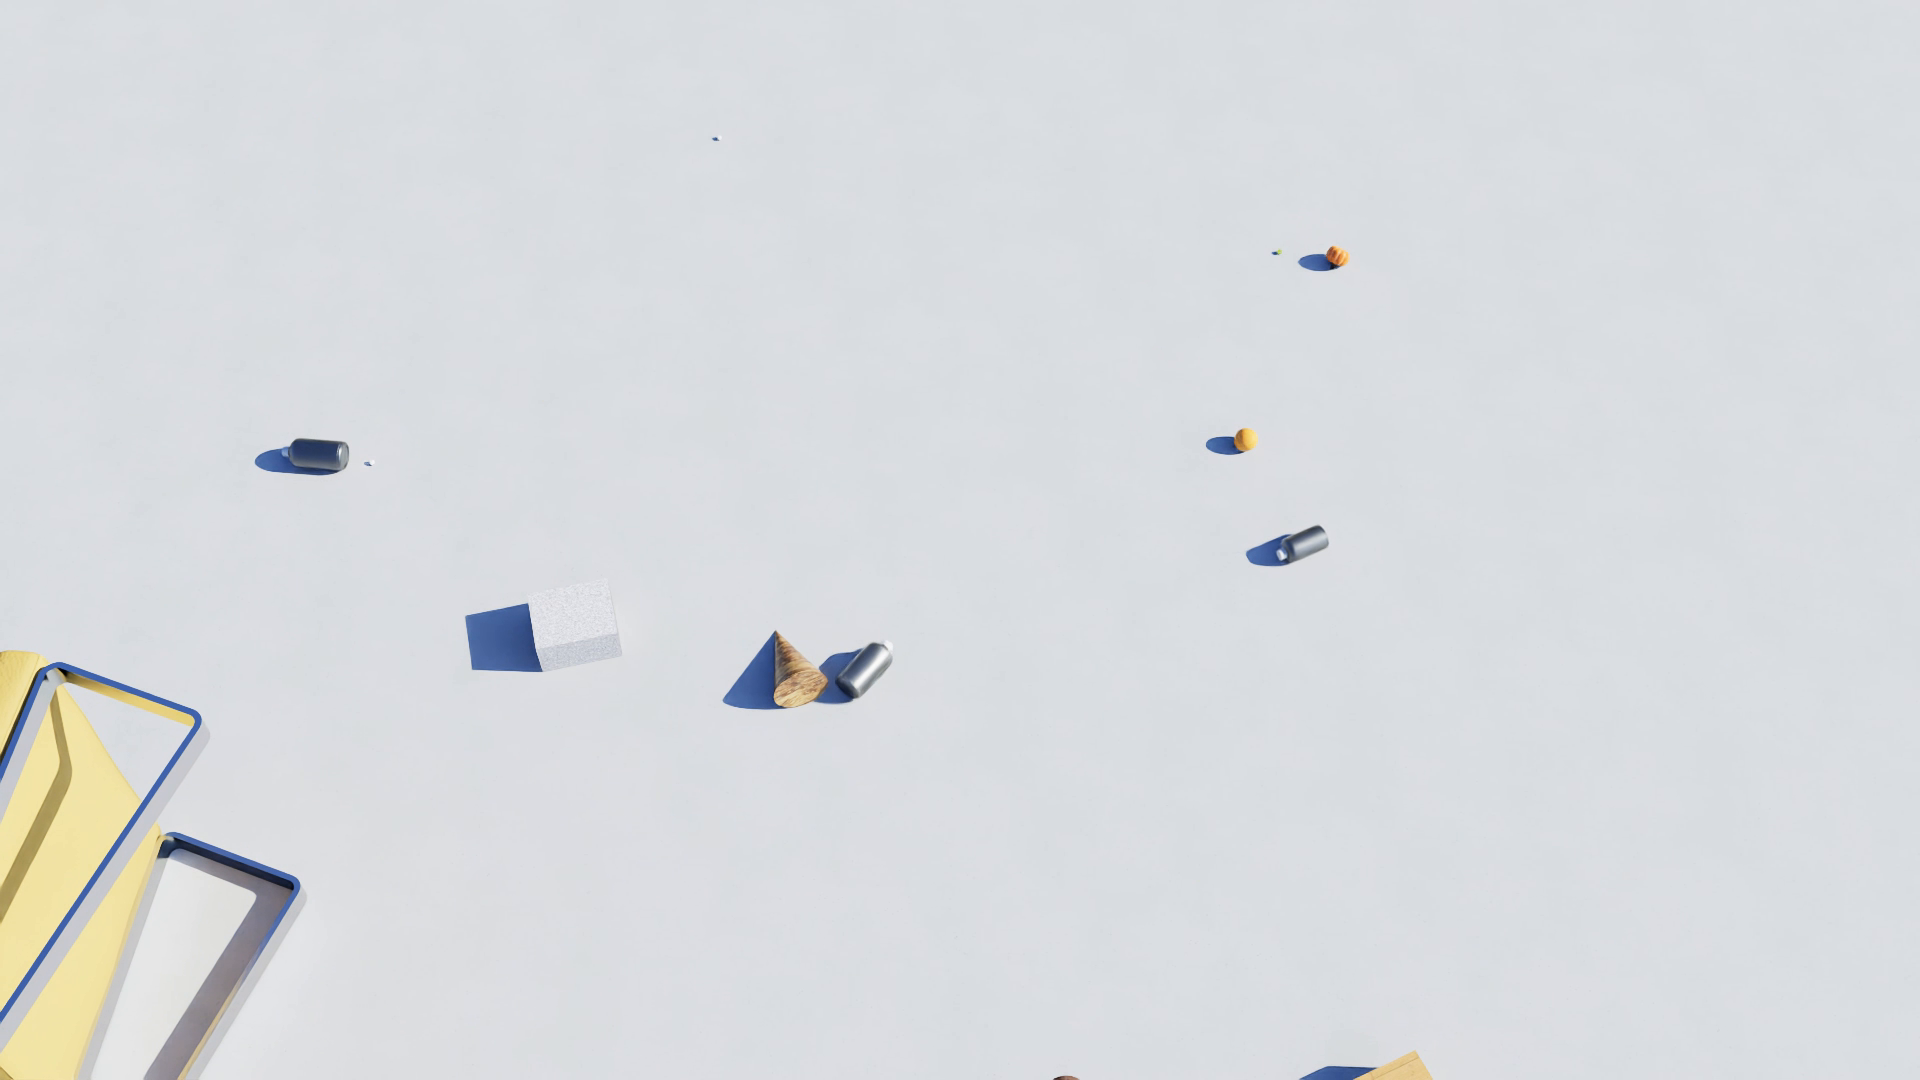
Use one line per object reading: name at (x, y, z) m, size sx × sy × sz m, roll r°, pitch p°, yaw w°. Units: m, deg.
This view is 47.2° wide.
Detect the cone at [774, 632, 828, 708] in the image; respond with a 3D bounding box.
cone at (-0.494, 0.342, 6.307) m, size 0.161 × 0.129 × 0.261 m, roll -19°, pitch 44°, yaw -10°

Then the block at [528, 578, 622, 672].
block at (-1.108, 0.245, 6.333) m, size 0.232 × 0.128 × 0.191 m, roll -11°, pitch 57°, yaw -8°

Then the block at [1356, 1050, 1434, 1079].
block at (1.080, 1.403, 5.555) m, size 0.209 × 0.129 × 0.112 m, roll -22°, pitch 59°, yaw -14°
